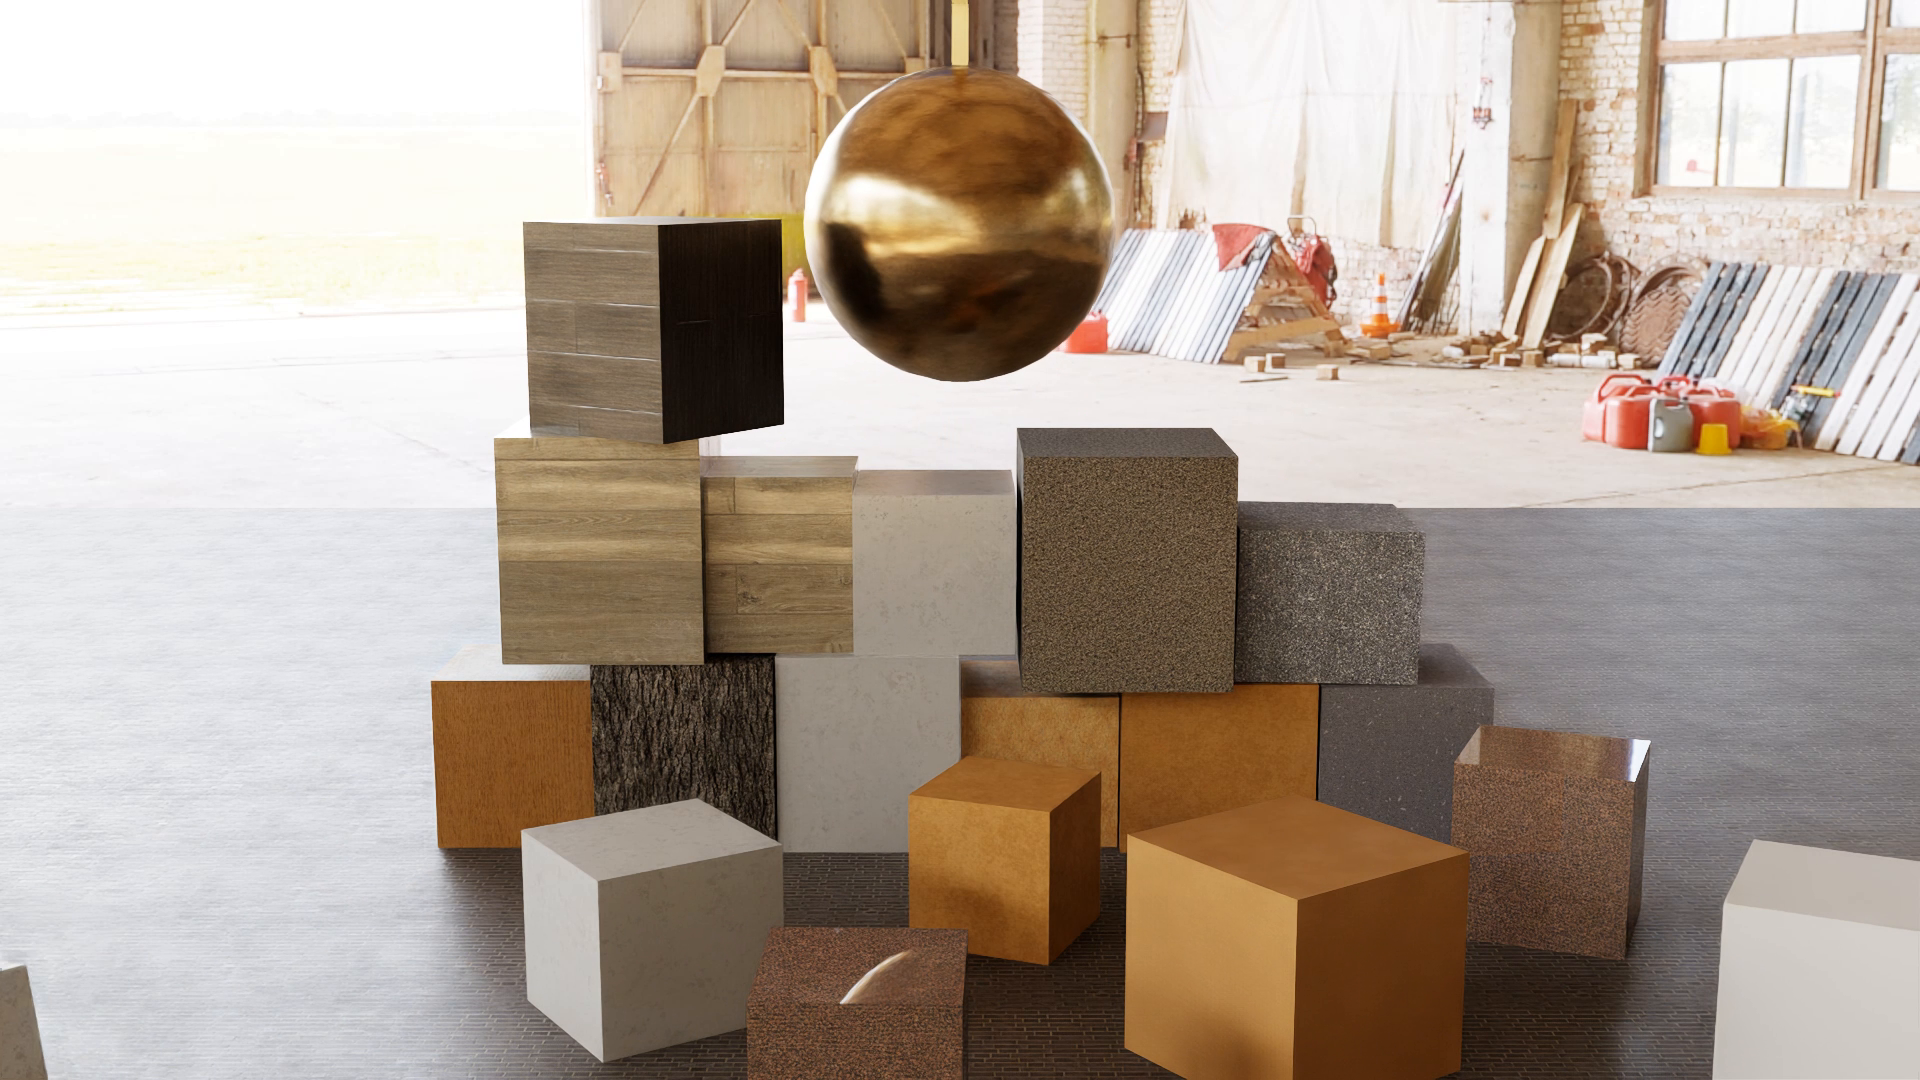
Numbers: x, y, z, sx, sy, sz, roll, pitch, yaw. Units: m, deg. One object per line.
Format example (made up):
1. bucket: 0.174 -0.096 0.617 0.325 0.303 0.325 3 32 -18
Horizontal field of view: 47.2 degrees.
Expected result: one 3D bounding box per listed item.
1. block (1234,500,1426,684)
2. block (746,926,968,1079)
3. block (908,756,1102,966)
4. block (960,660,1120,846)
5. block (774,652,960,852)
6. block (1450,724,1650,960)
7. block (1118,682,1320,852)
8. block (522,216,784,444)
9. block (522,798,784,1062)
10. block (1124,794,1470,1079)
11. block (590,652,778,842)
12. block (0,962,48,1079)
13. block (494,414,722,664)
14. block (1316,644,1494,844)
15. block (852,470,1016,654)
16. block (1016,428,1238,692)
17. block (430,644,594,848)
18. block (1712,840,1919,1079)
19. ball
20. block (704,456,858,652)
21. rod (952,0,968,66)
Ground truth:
1. block: 1.817 0.254 11.226 0.904 0.764 0.872 1 10 0
2. block: -0.334 1.808 7.578 0.705 0.731 0.703 0 10 2
3. block: 0.208 1.418 9.846 0.657 0.687 0.671 4 11 22
4. block: 0.398 1.094 11.386 0.786 0.774 0.785 0 10 0
5. block: -0.457 0.987 11.352 0.905 0.997 0.929 0 10 0
6. block: 2.661 1.344 9.921 0.764 0.806 0.693 4 11 22
7. block: 1.287 1.054 11.360 0.968 0.861 0.931 0 10 0
8. block: -1.499 -1.061 10.839 0.881 1.021 0.898 7 12 34
9. block: -1.249 1.560 8.938 0.799 0.733 0.753 -7 12 -33
10. block: 1.280 1.581 8.439 0.902 0.870 0.919 -7 13 -36
11. block: -1.368 1.000 11.349 0.896 0.973 0.968 0 10 0
12. block: -3.456 1.813 7.335 0.590 0.664 0.617 -11 0 -42
13. block: -1.749 -0.030 11.156 0.987 1.122 0.997 0 10 0
14. block: 2.203 1.059 11.356 0.847 0.853 0.973 0 10 0
15. block: -0.128 0.098 11.218 0.799 0.800 0.846 0 10 0
16. block: 0.813 0.074 11.117 1.026 1.154 1.095 0 10 0
17. block: -2.226 1.050 11.379 0.800 0.863 0.805 0 10 0
18. block: 3.335 1.665 8.277 0.811 0.762 0.830 5 12 26
19. ball: 0.000 -1.609 11.237 1.600 1.600 1.600 0 10 0
20. block: -0.891 0.060 11.199 0.727 0.882 0.738 0 10 0
21. rod: 0.000 -4.914 10.438 0.080 5.200 0.080 0 14 0
